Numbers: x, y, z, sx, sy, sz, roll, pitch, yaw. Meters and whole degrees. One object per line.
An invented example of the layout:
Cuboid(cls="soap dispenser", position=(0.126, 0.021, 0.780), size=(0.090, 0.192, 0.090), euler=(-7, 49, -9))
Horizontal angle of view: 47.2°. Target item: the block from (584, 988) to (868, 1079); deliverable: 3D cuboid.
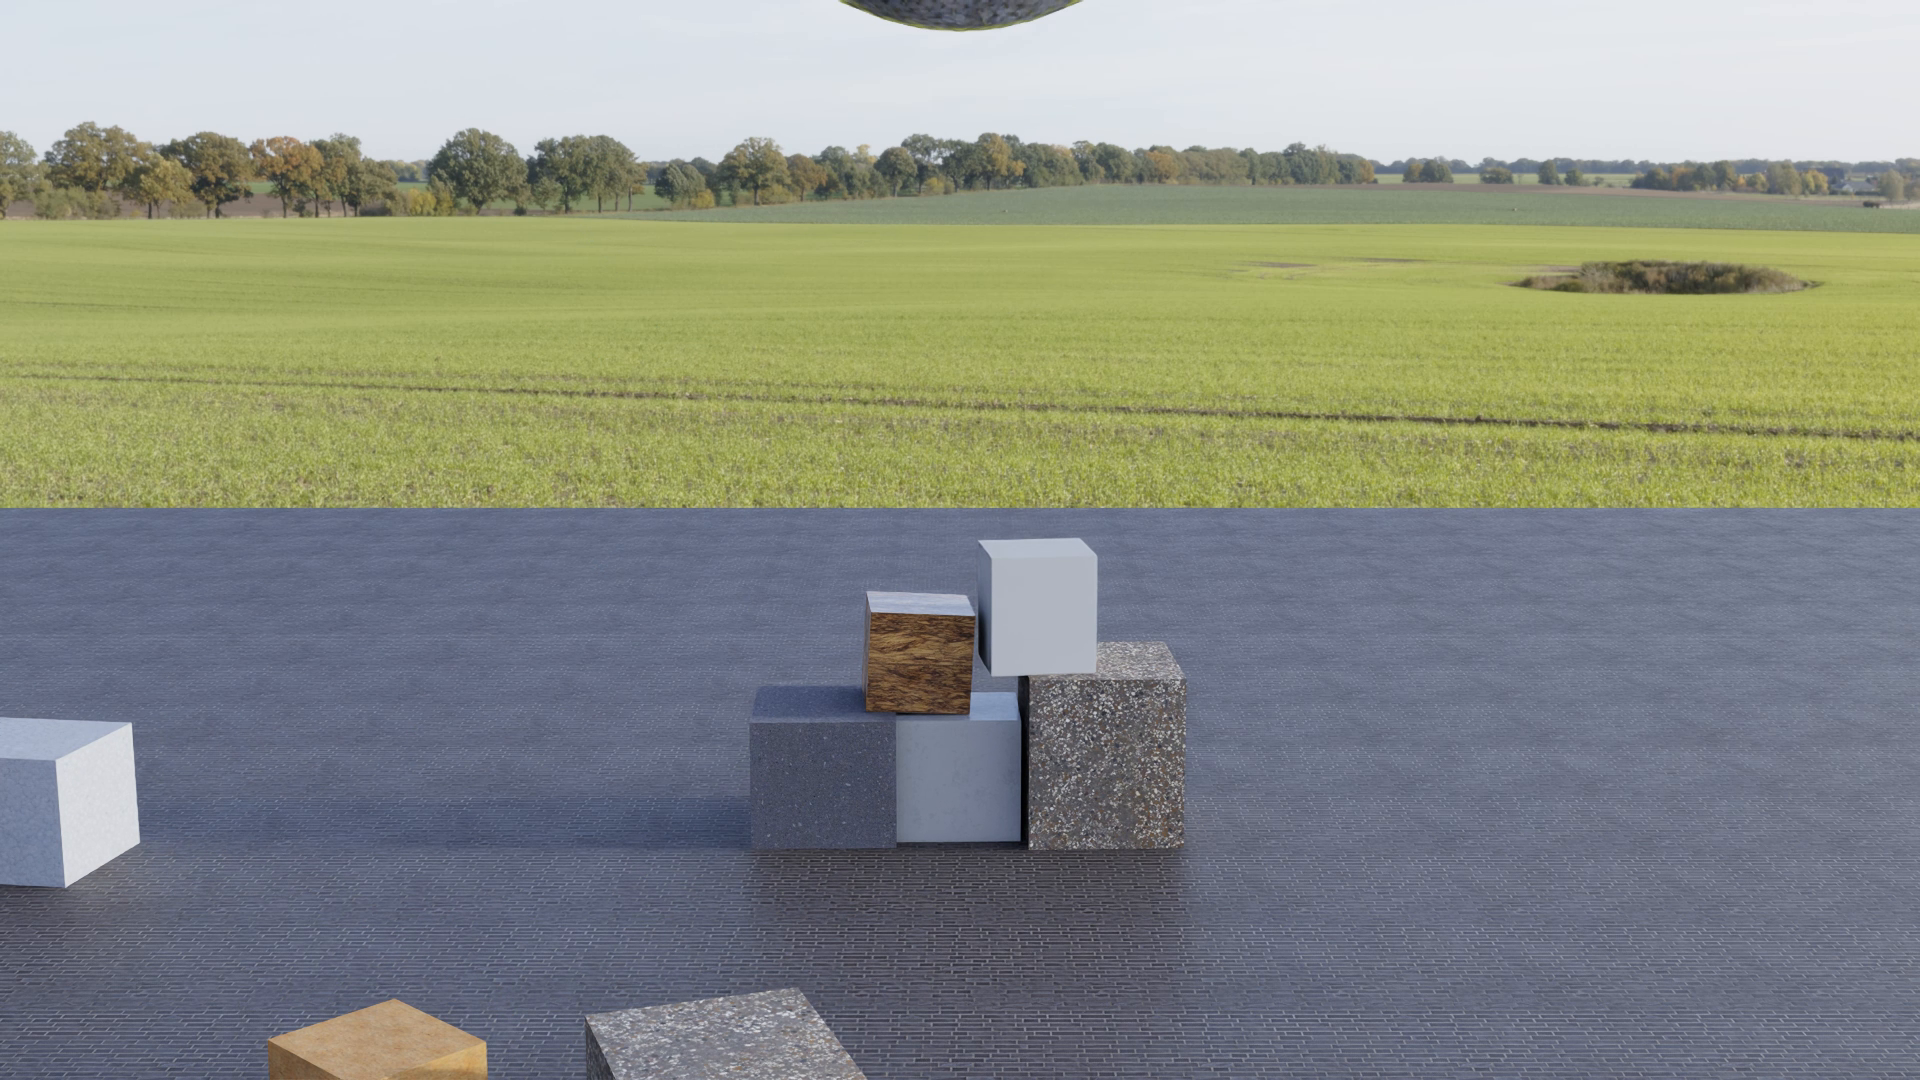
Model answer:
Cuboid(cls="block", position=(-0.738, 1.933, 6.873), size=(0.708, 0.738, 0.786), euler=(-4, 11, -19))

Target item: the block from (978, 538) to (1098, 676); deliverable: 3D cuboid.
Cuboid(cls="block", position=(0.388, 0.335, 11.165), size=(0.530, 0.600, 0.487), euler=(-1, 10, -7))

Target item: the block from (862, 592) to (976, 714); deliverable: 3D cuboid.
Cuboid(cls="block", position=(-0.221, 0.576, 11.338), size=(0.526, 0.512, 0.515), euler=(2, 10, -6))

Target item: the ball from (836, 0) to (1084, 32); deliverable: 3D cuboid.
Cuboid(cls="ball", position=(0.000, -2.302, 6.415), size=(1.600, 1.600, 1.600), euler=(0, 10, 0))

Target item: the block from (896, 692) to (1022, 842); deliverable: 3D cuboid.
Cuboid(cls="block", position=(-0.014, 1.167, 11.377), size=(0.630, 0.633, 0.573), euler=(0, 10, -1))

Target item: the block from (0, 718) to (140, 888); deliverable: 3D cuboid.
Cuboid(cls="block", position=(-4.575, 1.275, 10.801), size=(0.746, 0.627, 0.690), euler=(2, 10, 9))

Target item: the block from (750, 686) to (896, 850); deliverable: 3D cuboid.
Cuboid(cls="block", position=(-0.693, 1.161, 11.351), size=(0.728, 0.655, 0.750), euler=(0, 10, -1))

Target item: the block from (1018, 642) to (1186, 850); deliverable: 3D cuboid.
Cuboid(cls="block", position=(0.716, 1.047, 11.368), size=(0.780, 0.873, 0.835), euler=(0, 10, -2))

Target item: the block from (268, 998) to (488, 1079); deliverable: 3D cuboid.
Cuboid(cls="block", position=(-1.946, 1.938, 7.385), size=(0.549, 0.544, 0.490), euler=(10, 14, 42))
